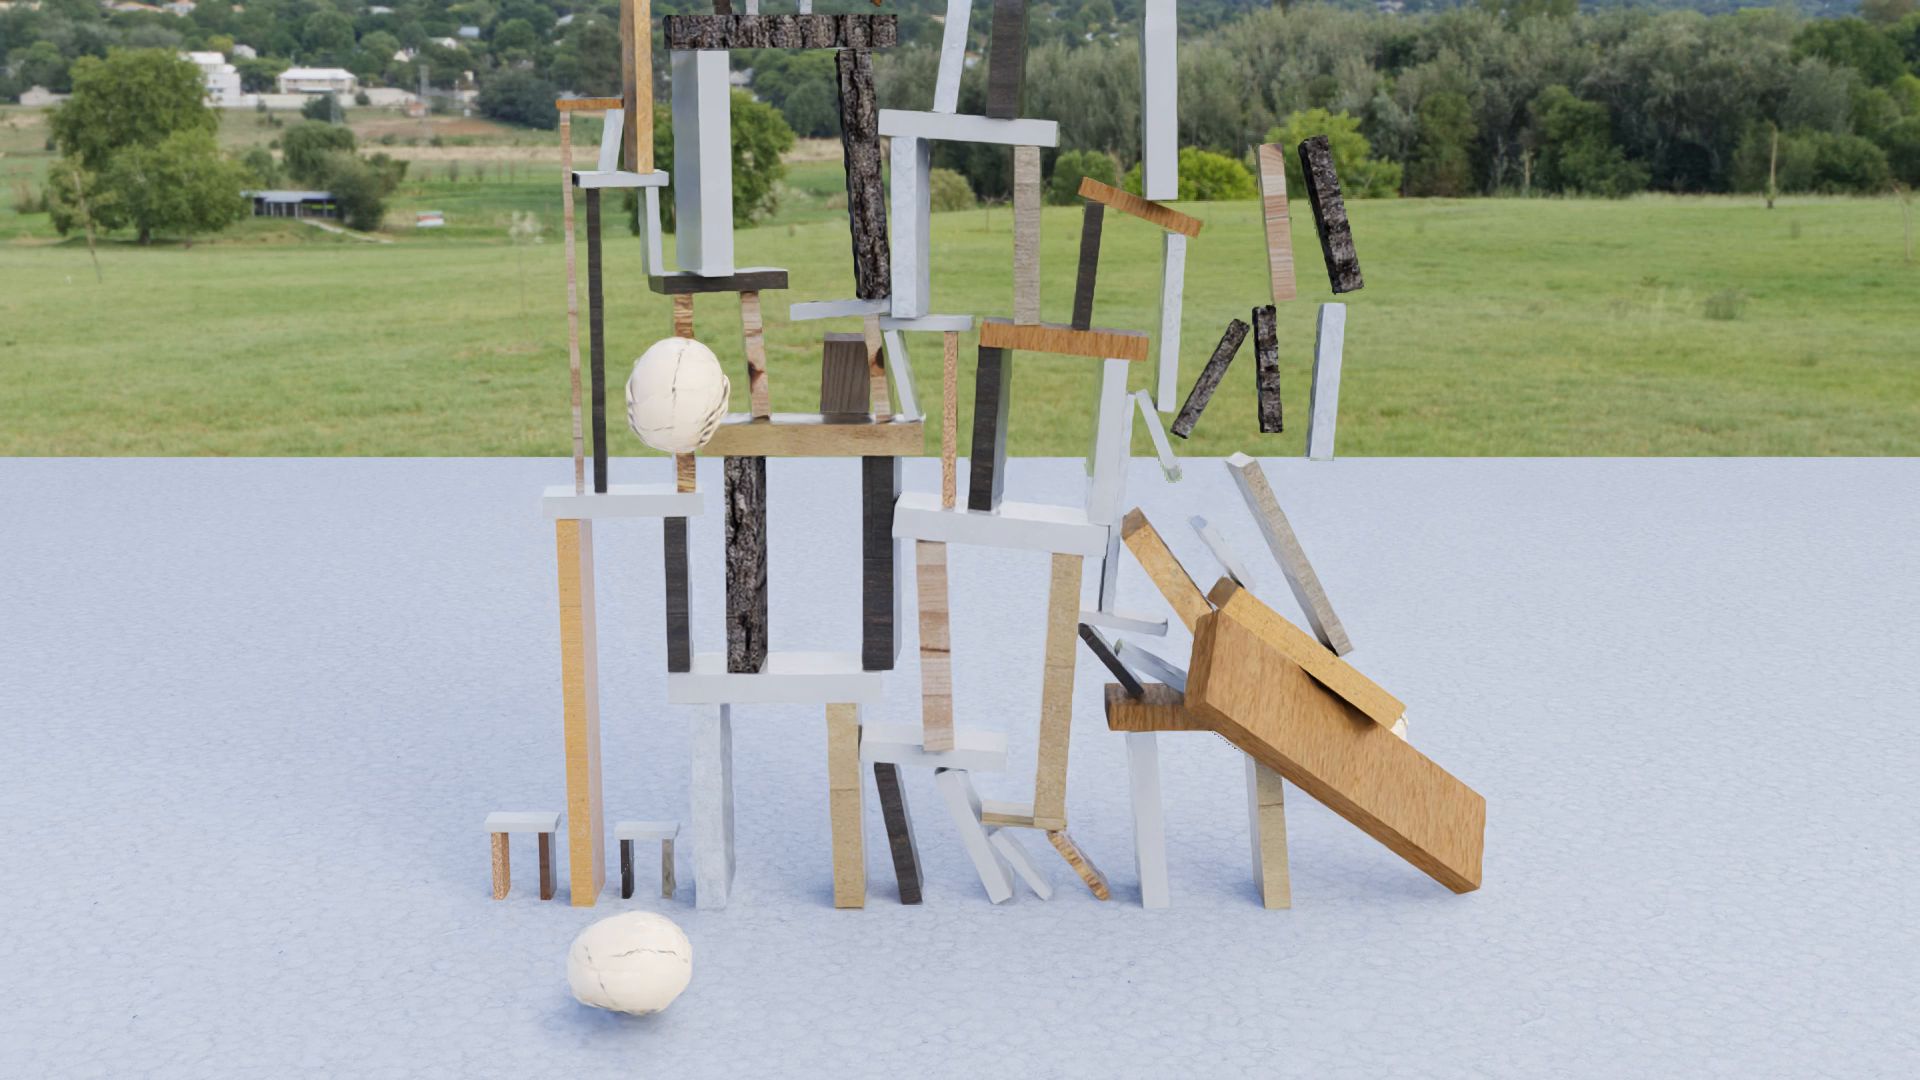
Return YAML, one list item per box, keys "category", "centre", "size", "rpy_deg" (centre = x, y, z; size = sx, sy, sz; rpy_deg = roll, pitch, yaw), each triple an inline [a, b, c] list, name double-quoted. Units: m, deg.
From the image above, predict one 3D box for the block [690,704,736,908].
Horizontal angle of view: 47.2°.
- category: "block"
  centre: [-0.409, 0.419, 3.645]
  size: [0.048, 0.341, 0.171]
  rpy_deg: [-1, 9, 0]

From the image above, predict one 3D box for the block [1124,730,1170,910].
- category: "block"
  centre: [0.308, 0.442, 3.640]
  size: [0.042, 0.299, 0.149]
  rpy_deg: [-5, 10, 1]

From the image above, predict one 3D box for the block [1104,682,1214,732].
- category: "block"
  centre: [0.390, 0.273, 3.609]
  size: [0.299, 0.042, 0.149]
  rpy_deg: [0, 11, 0]

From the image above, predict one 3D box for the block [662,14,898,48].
- category: "block"
  centre: [-0.285, -0.800, 3.458]
  size: [0.348, 0.049, 0.174]
  rpy_deg: [-3, 13, -12]

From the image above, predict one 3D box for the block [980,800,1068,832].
- category: "block"
  centre: [0.107, 0.457, 3.647]
  size: [0.141, 0.020, 0.071]
  rpy_deg: [5, 10, 2]

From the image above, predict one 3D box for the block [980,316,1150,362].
- category: "block"
  centre: [0.167, -0.321, 3.503]
  size: [0.263, 0.037, 0.131]
  rpy_deg: [6, 10, 3]

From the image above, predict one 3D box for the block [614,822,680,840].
- category: "block"
  centre: [-0.520, 0.482, 3.652]
  size: [0.102, 0.014, 0.051]
  rpy_deg: [0, 11, 0]

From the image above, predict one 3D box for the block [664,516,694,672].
- category: "block"
  centre: [-0.459, 0.078, 3.587]
  size: [0.036, 0.254, 0.127]
  rpy_deg: [-1, 9, -4]

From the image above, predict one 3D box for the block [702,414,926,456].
- category: "block"
  centre: [-0.232, -0.172, 3.562]
  size: [0.351, 0.050, 0.176]
  rpy_deg: [0, 9, 1]

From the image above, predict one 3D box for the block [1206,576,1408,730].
- category: "block"
  centre: [0.560, 0.181, 3.572]
  size: [0.335, 0.047, 0.167]
  rpy_deg: [35, 3, -5]

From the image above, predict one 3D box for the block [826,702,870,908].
- category: "block"
  centre: [-0.185, 0.418, 3.648]
  size: [0.048, 0.341, 0.171]
  rpy_deg: [-2, 9, 0]

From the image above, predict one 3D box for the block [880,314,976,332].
- category: "block"
  centre: [-0.051, -0.348, 3.517]
  size: [0.146, 0.021, 0.073]
  rpy_deg: [2, 9, 6]

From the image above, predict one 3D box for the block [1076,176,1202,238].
- category: "block"
  centre: [0.282, -0.525, 3.468]
  size: [0.198, 0.028, 0.099]
  rpy_deg: [20, 9, -2]

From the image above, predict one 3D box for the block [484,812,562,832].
- category: "block"
  centre: [-0.724, 0.467, 3.644]
  size: [0.117, 0.017, 0.059]
  rpy_deg: [0, 11, 0]

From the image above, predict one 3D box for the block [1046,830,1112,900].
- category: "block"
  centre: [0.196, 0.530, 3.659]
  size: [0.020, 0.141, 0.071]
  rpy_deg: [-40, 9, 6]

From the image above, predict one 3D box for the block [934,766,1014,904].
- category: "block"
  centre: [0.025, 0.475, 3.656]
  size: [0.034, 0.239, 0.119]
  rpy_deg: [-23, 9, 7]

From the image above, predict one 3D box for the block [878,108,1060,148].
- category: "block"
  centre: [0.017, -0.647, 3.459]
  size: [0.275, 0.039, 0.138]
  rpy_deg: [5, 10, 4]

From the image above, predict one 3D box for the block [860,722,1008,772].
- category: "block"
  centre: [-0.043, 0.341, 3.630]
  size: [0.238, 0.034, 0.119]
  rpy_deg: [5, 10, -1]

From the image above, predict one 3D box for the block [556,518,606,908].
- category: "block"
  centre: [-0.621, 0.274, 3.609]
  size: [0.036, 0.643, 0.127]
  rpy_deg: [0, 11, 0]

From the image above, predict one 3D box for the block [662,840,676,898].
- category: "block"
  centre: [-0.486, 0.539, 3.663]
  size: [0.014, 0.102, 0.051]
  rpy_deg: [0, 11, 0]

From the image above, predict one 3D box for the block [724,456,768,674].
- category: "block"
  centre: [-0.348, 0.027, 3.591]
  size: [0.050, 0.351, 0.175]
  rpy_deg: [0, 9, 0]

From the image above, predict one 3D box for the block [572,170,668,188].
- category: "block"
  centre: [-0.534, -0.568, 3.457]
  size: [0.140, 0.020, 0.070]
  rpy_deg: [-5, 15, -20]

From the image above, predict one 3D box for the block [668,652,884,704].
- category: "block"
  centre: [-0.299, 0.225, 3.617]
  size: [0.341, 0.048, 0.171]
  rpy_deg: [0, 9, 0]

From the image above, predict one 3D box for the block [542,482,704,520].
- category: "block"
  centre: [-0.543, -0.064, 3.555]
  size: [0.254, 0.036, 0.127]
  rpy_deg: [-1, 9, -7]

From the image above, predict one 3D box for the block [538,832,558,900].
- category: "block"
  centre: [-0.685, 0.533, 3.656]
  size: [0.017, 0.117, 0.059]
  rpy_deg: [0, 11, 0]

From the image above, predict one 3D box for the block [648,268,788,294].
- category: "block"
  centre: [-0.389, -0.417, 3.537]
  size: [0.204, 0.029, 0.102]
  rpy_deg: [-5, 11, -20]

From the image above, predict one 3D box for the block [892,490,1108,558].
- category: "block"
  centre: [0.067, -0.027, 3.554]
  size: [0.339, 0.048, 0.170]
  rpy_deg: [6, 10, 2]

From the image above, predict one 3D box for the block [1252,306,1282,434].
- category: "block"
  centre: [0.489, -0.271, 3.502]
  size: [0.028, 0.200, 0.100]
  rpy_deg: [-4, 4, 4]

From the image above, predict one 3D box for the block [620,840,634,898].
- category: "block"
  centre: [-0.554, 0.539, 3.663]
  size: [0.014, 0.102, 0.051]
  rpy_deg: [0, 11, 0]

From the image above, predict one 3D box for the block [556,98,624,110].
- category: "block"
  centre: [-0.575, -0.679, 3.417]
  size: [0.099, 0.014, 0.050]
  rpy_deg: [-2, 15, -3]

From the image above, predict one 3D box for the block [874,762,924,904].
- category: "block"
  centre: [-0.101, 0.471, 3.653]
  size: [0.034, 0.239, 0.119]
  rpy_deg: [-11, 10, 2]

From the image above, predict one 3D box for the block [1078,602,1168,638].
- category: "block"
  centre: [0.265, 0.129, 3.585]
  size: [0.145, 0.021, 0.072]
  rpy_deg: [9, 10, 1]

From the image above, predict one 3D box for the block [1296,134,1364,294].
- category: "block"
  centre: [0.584, -0.511, 3.468]
  size: [0.035, 0.244, 0.122]
  rpy_deg: [-14, 4, 4]

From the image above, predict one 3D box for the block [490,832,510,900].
- category: "block"
  centre: [-0.763, 0.533, 3.656]
  size: [0.017, 0.117, 0.059]
  rpy_deg: [0, 11, 0]

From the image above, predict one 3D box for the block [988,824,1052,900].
- category: "block"
  centre: [0.101, 0.530, 3.659]
  size: [0.020, 0.141, 0.071]
  rpy_deg: [-40, 8, 7]

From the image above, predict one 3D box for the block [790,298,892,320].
- category: "block"
  centre: [-0.181, -0.375, 3.542]
  size: [0.170, 0.024, 0.085]
  rpy_deg: [-4, 9, 11]

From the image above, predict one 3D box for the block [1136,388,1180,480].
- category: "block"
  centre: [0.316, -0.168, 3.503]
  size: [0.019, 0.137, 0.068]
  rpy_deg: [-22, -18, 5]

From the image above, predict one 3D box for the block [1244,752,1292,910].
- category: "block"
  centre: [0.506, 0.442, 3.640]
  size: [0.042, 0.299, 0.149]
  rpy_deg: [-5, 10, 1]
